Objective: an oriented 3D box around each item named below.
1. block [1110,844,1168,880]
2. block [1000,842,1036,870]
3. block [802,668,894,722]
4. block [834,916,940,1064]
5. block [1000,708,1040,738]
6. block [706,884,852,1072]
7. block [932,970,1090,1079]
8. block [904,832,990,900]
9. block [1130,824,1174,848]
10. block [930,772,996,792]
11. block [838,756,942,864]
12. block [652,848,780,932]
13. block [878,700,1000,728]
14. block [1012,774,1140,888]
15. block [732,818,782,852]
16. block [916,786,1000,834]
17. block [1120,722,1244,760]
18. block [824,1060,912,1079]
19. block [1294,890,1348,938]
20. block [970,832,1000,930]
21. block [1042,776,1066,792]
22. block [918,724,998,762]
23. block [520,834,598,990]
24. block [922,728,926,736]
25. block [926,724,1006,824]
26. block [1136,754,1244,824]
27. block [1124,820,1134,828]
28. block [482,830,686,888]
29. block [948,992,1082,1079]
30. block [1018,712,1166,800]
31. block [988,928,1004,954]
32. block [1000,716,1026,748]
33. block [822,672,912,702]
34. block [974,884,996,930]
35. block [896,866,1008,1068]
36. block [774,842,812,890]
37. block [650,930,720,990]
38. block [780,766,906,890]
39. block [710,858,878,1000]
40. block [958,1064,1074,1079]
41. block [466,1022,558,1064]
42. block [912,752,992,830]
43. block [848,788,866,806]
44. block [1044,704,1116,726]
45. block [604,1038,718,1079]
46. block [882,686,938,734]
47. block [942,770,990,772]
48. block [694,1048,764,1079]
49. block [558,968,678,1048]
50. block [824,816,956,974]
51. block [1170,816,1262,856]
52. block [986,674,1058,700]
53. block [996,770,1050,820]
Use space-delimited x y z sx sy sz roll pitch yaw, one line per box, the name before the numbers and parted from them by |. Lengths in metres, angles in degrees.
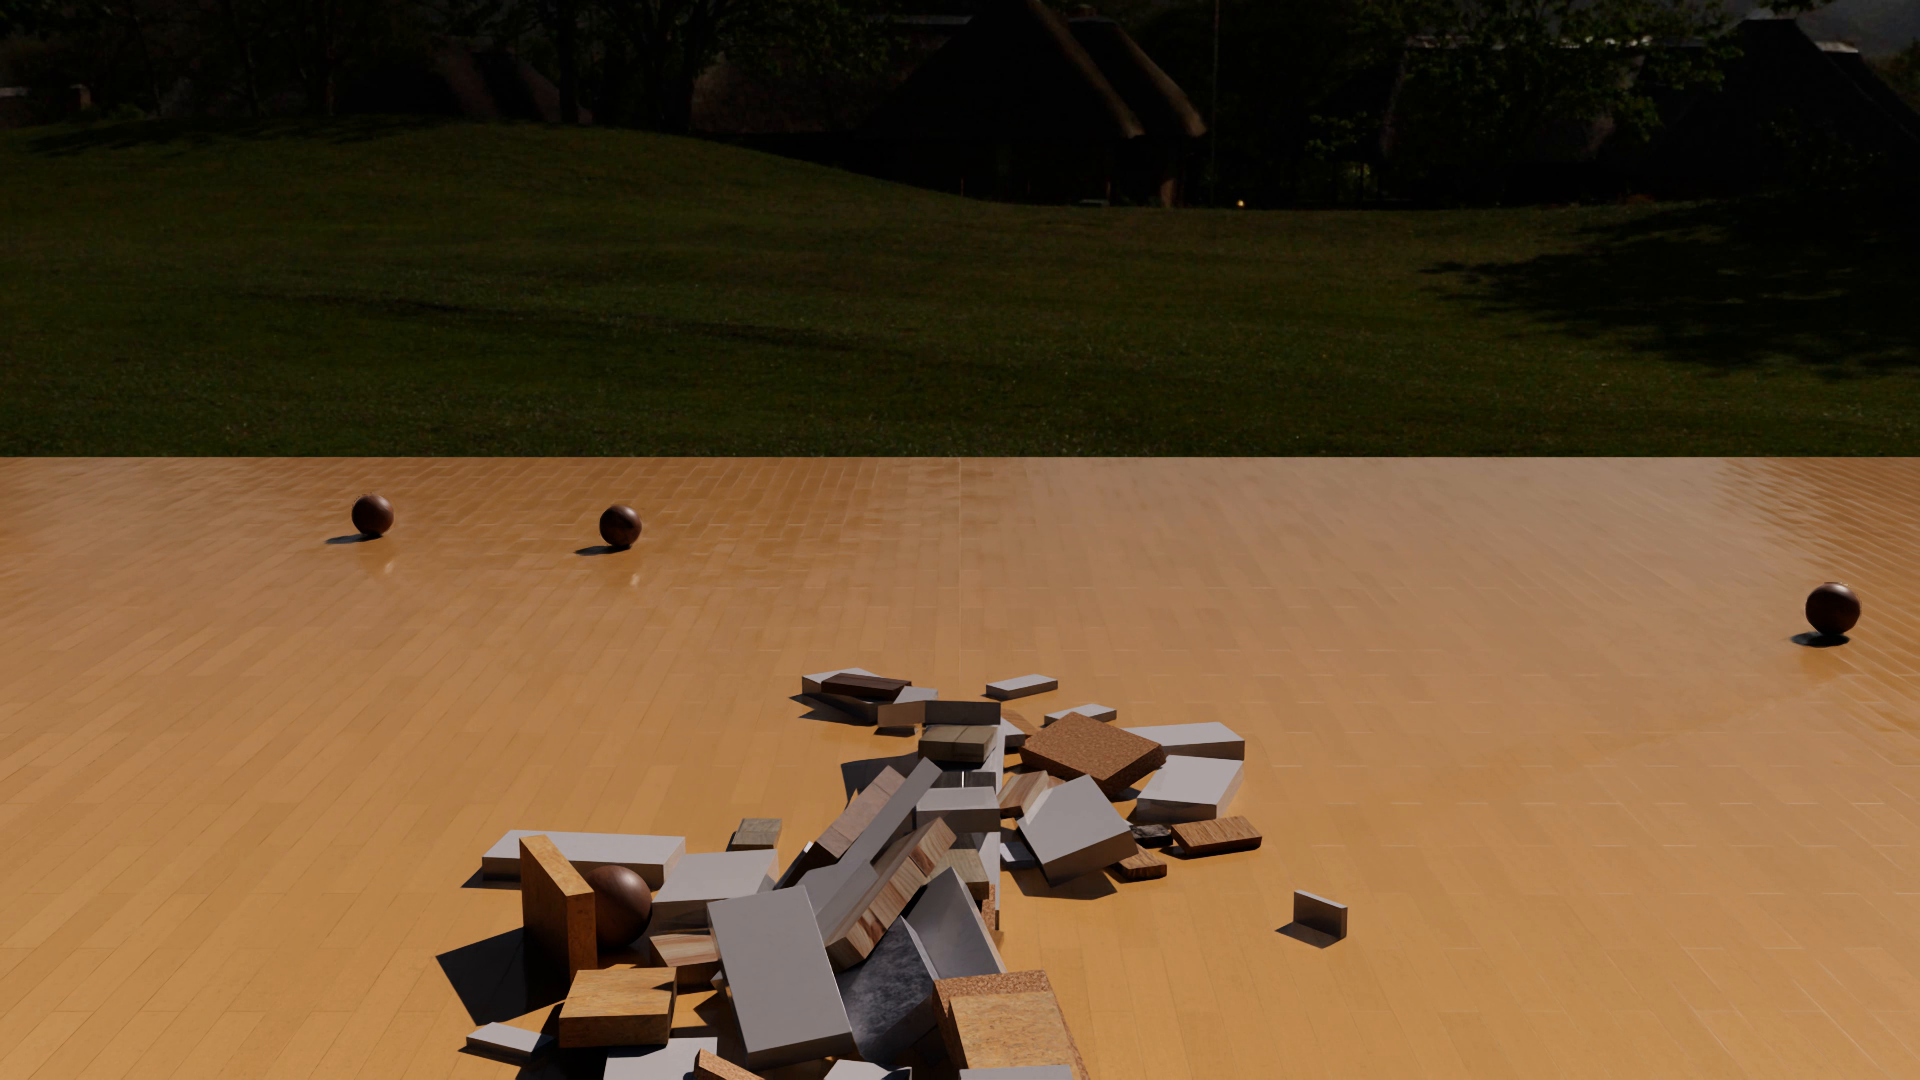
block | 0.294 0.553 3.809 0.072 0.021 0.145 -4 11 -20
block | 0.094 0.551 3.842 0.050 0.014 0.101 -2 11 -13
block | -0.216 0.342 4.889 0.146 0.041 0.292 -7 13 -33
block | -0.099 0.635 3.095 0.136 0.039 0.273 -40 17 -2
block | 0.104 0.390 4.597 0.089 0.025 0.177 8 11 -21
block | -0.256 0.611 3.085 0.144 0.041 0.288 -9 37 -14
block | 0.074 0.675 2.833 0.153 0.043 0.307 -3 29 -14
block | -0.023 0.514 3.481 0.107 0.030 0.213 -2 15 -8
block | 0.311 0.532 3.932 0.127 0.018 0.063 -3 11 -15
block | -0.006 0.498 3.794 0.135 0.038 0.270 0 32 1
block | -0.134 0.469 3.502 0.037 0.132 0.265 39 48 3
block | -0.392 0.565 3.568 0.161 0.046 0.321 -4 5 2
block | -0.045 0.347 4.365 0.154 0.044 0.308 3 -7 -19
block | 0.193 0.506 3.853 0.161 0.046 0.321 -21 14 -5
block | -0.362 0.531 3.932 0.074 0.021 0.148 0 11 1
block | -0.006 0.450 3.673 0.135 0.038 0.270 -2 1 -2
block | 0.416 0.418 4.480 0.293 0.041 0.146 -3 11 -14
block | -0.139 0.730 2.837 0.102 0.029 0.203 3 11 14
block | 0.573 0.596 3.501 0.014 0.050 0.101 -8 13 -38
block | -0.002 0.546 3.617 0.135 0.038 0.270 0 25 1
block | 0.173 0.479 4.216 0.063 0.018 0.127 0 11 -1
block | -0.002 0.378 4.107 0.120 0.034 0.240 2 3 7
block | -0.618 0.568 3.378 0.042 0.149 0.297 -5 12 -24
block | 0.002 0.437 4.371 0.154 0.044 0.308 0 11 -1
block | 0.005 0.442 4.162 0.154 0.044 0.308 1 23 3
block | 0.440 0.474 4.179 0.148 0.042 0.297 3 11 16
block | 0.259 0.523 3.990 0.101 0.014 0.050 -5 12 -25
block | -0.645 0.548 3.782 0.315 0.042 0.148 1 11 7
block | 0.078 0.677 2.743 0.136 0.039 0.289 -1 29 -11
block | 0.257 0.421 4.333 0.146 0.041 0.292 -29 23 -26
block | 0.018 0.626 3.255 0.064 0.018 0.128 9 39 13
block | 0.046 0.380 4.495 0.089 0.025 0.254 -4 11 -20
block | -0.205 0.322 4.818 0.177 0.025 0.089 5 12 25
block | 0.000 0.602 3.358 0.107 0.030 0.213 0 27 1
block | -0.027 0.607 3.173 0.153 0.043 0.405 -36 17 0
block | -0.278 0.549 3.647 0.014 0.101 0.050 37 13 0
block | -0.299 0.627 3.366 0.329 0.037 0.132 -4 11 -20
block | -0.204 0.509 3.674 0.046 0.161 0.432 37 16 5
block | -0.243 0.576 3.262 0.132 0.037 0.265 -19 18 41
block | 0.085 0.727 2.572 0.136 0.039 0.273 0 30 -10
block | -0.622 0.697 3.050 0.113 0.016 0.057 6 12 28
block | -0.012 0.457 4.030 0.120 0.034 0.240 2 23 6
block | -0.168 0.497 4.113 0.074 0.021 0.148 1 11 5
block | 0.260 0.381 4.735 0.148 0.021 0.074 -9 14 -42
block | -0.390 0.723 2.844 0.144 0.041 0.288 -1 11 -5
block | -0.107 0.364 4.705 0.076 0.022 0.152 4 28 19
block | -0.009 0.491 3.874 0.120 0.034 0.240 0 32 2
block | -0.292 0.704 2.863 0.113 0.016 0.057 28 7 -9
block | -0.477 0.654 3.089 0.144 0.041 0.288 -1 1 -5
block | -0.133 0.547 3.313 0.153 0.043 0.307 -35 8 38
block | 0.455 0.526 3.910 0.145 0.021 0.072 -4 26 -23
block | 0.141 0.333 4.993 0.152 0.022 0.076 -9 14 -40
block | 0.105 0.464 3.995 0.072 0.021 0.145 -13 15 25
